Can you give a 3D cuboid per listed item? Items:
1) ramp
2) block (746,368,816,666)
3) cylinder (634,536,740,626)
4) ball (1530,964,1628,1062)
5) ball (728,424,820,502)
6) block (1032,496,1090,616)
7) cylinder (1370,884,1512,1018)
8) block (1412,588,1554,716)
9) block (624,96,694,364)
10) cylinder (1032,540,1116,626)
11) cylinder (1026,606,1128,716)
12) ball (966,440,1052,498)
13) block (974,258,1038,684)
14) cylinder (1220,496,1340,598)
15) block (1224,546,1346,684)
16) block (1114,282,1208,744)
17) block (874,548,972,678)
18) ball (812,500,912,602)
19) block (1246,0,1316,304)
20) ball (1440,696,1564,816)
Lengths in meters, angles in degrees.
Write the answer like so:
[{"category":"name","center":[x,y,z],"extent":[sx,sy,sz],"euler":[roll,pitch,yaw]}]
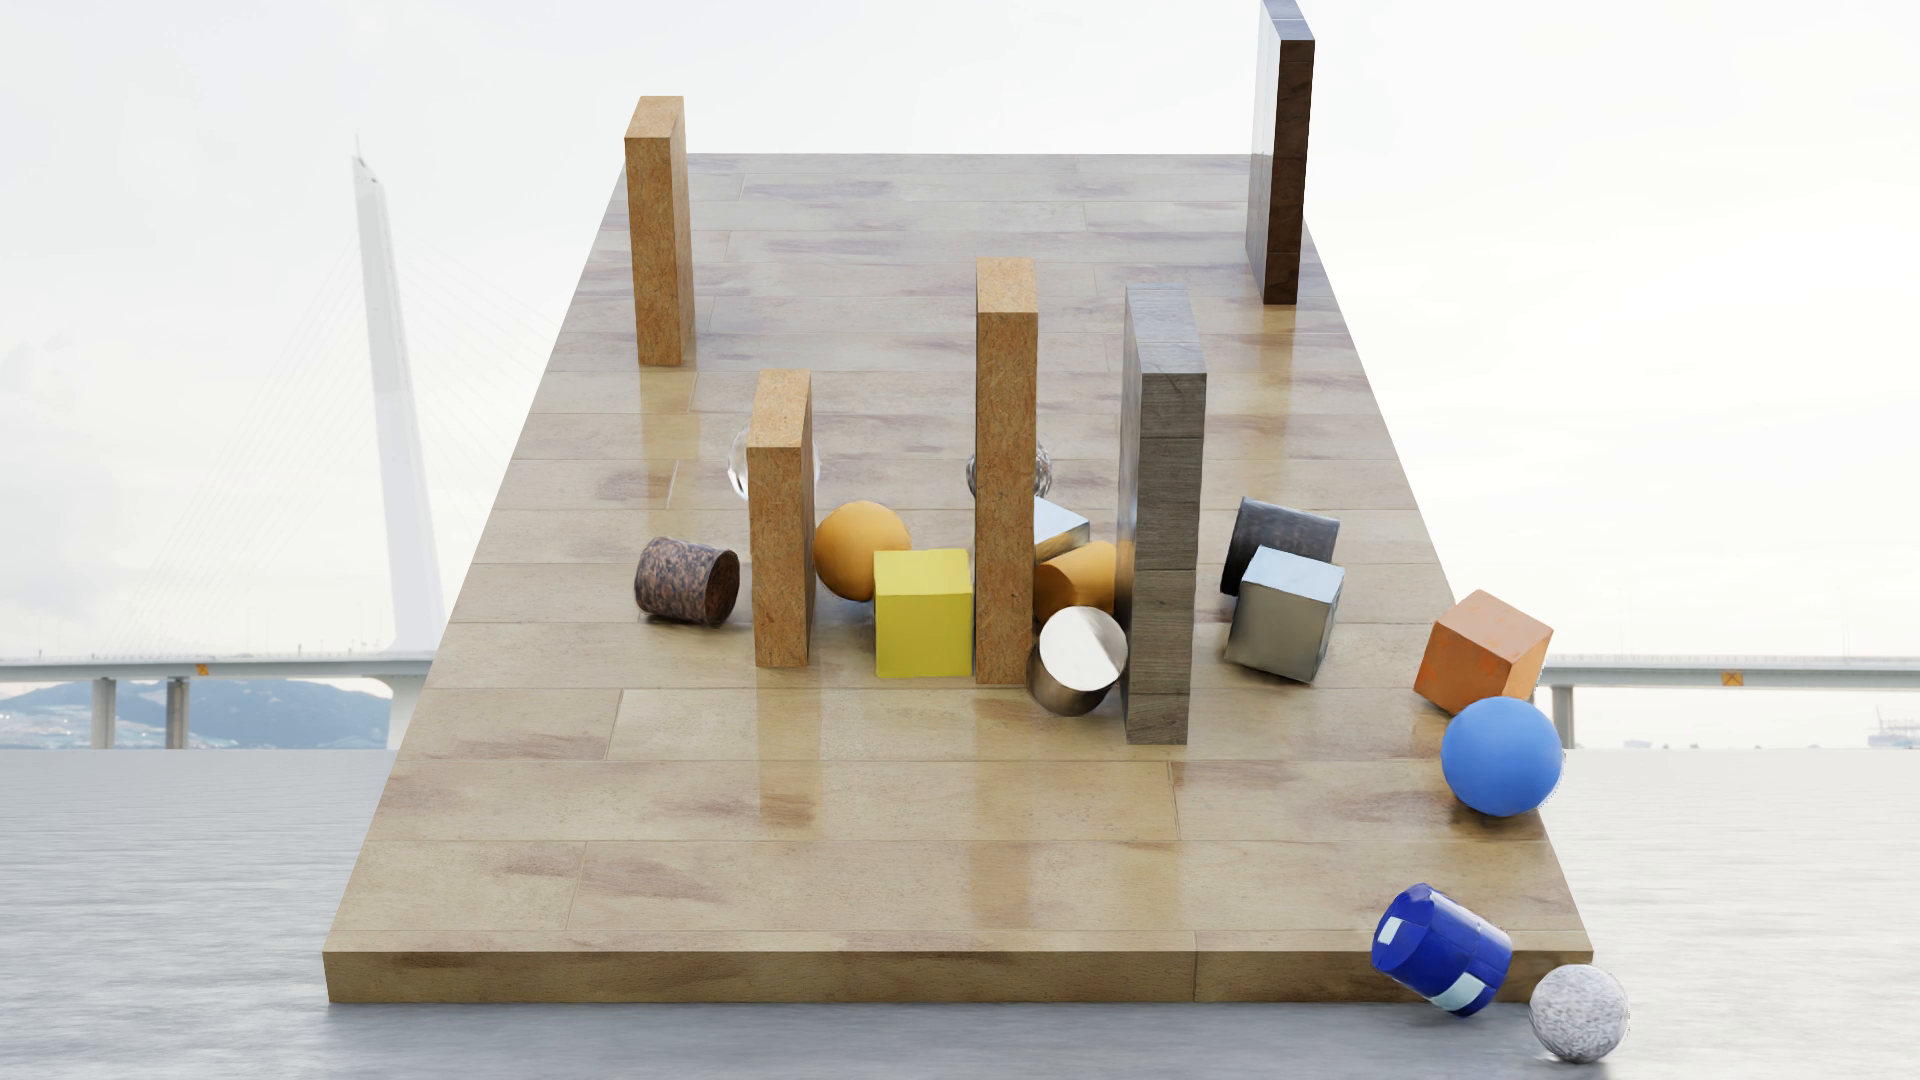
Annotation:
[{"category":"ramp","center":[-0.011,-0.226,5.535],"extent":[2.000,0.100,4.000],"euler":[0,27,0]},{"category":"block","center":[-0.340,-0.046,4.573],"extent":[0.098,0.461,0.360],"euler":[0,27,0]},{"category":"cylinder","center":[-0.534,0.080,4.662],"extent":[0.153,0.153,0.153],"euler":[11,-1,19]},{"category":"ball","center":[0.801,0.612,3.076],"extent":[0.125,0.125,0.125],"euler":[0,-5,0]},{"category":"ball","center":[-0.378,-0.154,4.828],"extent":[0.190,0.190,0.190],"euler":[0,-5,0]},{"category":"block","center":[0.146,0.030,4.757],"extent":[0.158,0.158,0.158],"euler":[-23,35,-38]},{"category":"cylinder","center":[0.715,0.610,3.531],"extent":[0.146,0.146,0.146],"euler":[32,-13,-13]},{"category":"block","center":[0.960,0.220,4.359],"extent":[0.162,0.162,0.162],"euler":[31,39,28]},{"category":"block","center":[-0.734,-0.762,5.834],"extent":[0.106,0.576,0.336],"euler":[0,27,0]},{"category":"cylinder","center":[0.237,0.094,4.647],"extent":[0.148,0.148,0.148],"euler":[-22,9,-36]},{"category":"cylinder","center":[0.210,0.221,4.315],"extent":[0.160,0.160,0.160],"euler":[1,-21,-8]},{"category":"ball","center":[0.106,-0.143,5.065],"extent":[0.184,0.184,0.184],"euler":[0,-5,0]},{"category":"block","center":[0.082,-0.124,4.412],"extent":[0.104,0.749,0.271],"euler":[0,27,0]},{"category":"cylinder","center":[0.630,0.033,4.684],"extent":[0.196,0.196,0.196],"euler":[14,-3,8]},{"category":"block","center":[0.616,0.140,4.494],"extent":[0.171,0.171,0.171],"euler":[15,26,13]},{"category":"block","center":[0.355,-0.049,4.292],"extent":[0.108,0.727,0.414],"euler":[0,27,0]},{"category":"block","center":[-0.072,0.139,4.523],"extent":[0.179,0.179,0.179],"euler":[-1,27,-3]},{"category":"ball","center":[-0.192,0.023,4.670],"extent":[0.199,0.199,0.199],"euler":[0,-5,0]},{"category":"block","center":[0.833,-1.020,6.210],"extent":[0.087,0.699,0.424],"euler":[0,27,0]},{"category":"ball","center":[0.925,0.369,4.055],"extent":[0.204,0.204,0.204],"euler":[0,-5,0]}]
